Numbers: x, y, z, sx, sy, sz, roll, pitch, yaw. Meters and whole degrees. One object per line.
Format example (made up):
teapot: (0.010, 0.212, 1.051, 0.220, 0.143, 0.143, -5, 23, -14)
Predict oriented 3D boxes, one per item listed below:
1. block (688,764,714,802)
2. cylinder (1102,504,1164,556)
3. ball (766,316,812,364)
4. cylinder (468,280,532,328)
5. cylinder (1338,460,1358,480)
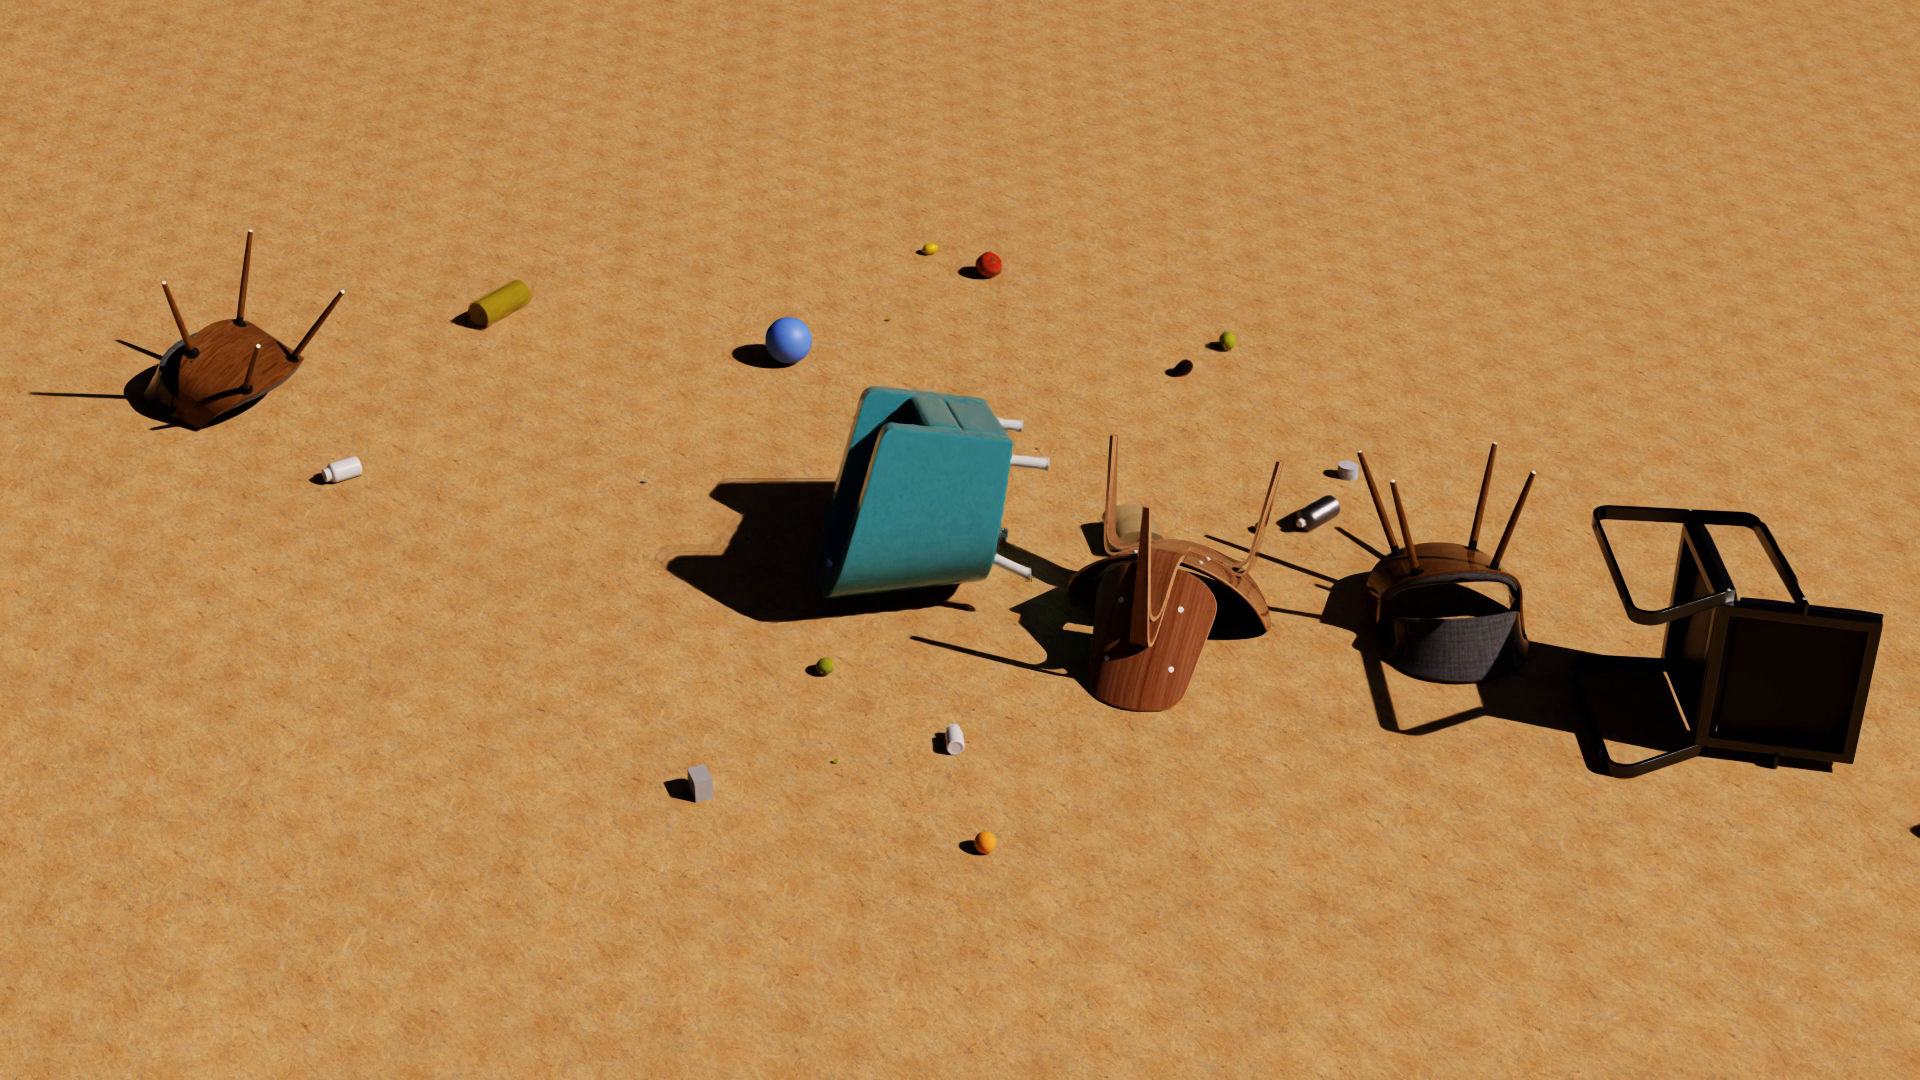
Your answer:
block: (-0.854, 0.802, 9.653, 0.062, 0.082, 0.085, -12, 35, -18)
cylinder: (0.645, -0.038, 10.903, 0.194, 0.107, 0.193, -1, 33, -13)
ball: (-0.702, -0.818, 12.012, 0.192, 0.192, 0.192, 0, 33, 0)
cylinder: (-1.937, -0.994, 12.348, 0.113, 0.116, 0.256, 5, 29, 40)
cylinder: (1.496, -0.267, 11.303, 0.080, 0.051, 0.061, 13, 36, 19)
